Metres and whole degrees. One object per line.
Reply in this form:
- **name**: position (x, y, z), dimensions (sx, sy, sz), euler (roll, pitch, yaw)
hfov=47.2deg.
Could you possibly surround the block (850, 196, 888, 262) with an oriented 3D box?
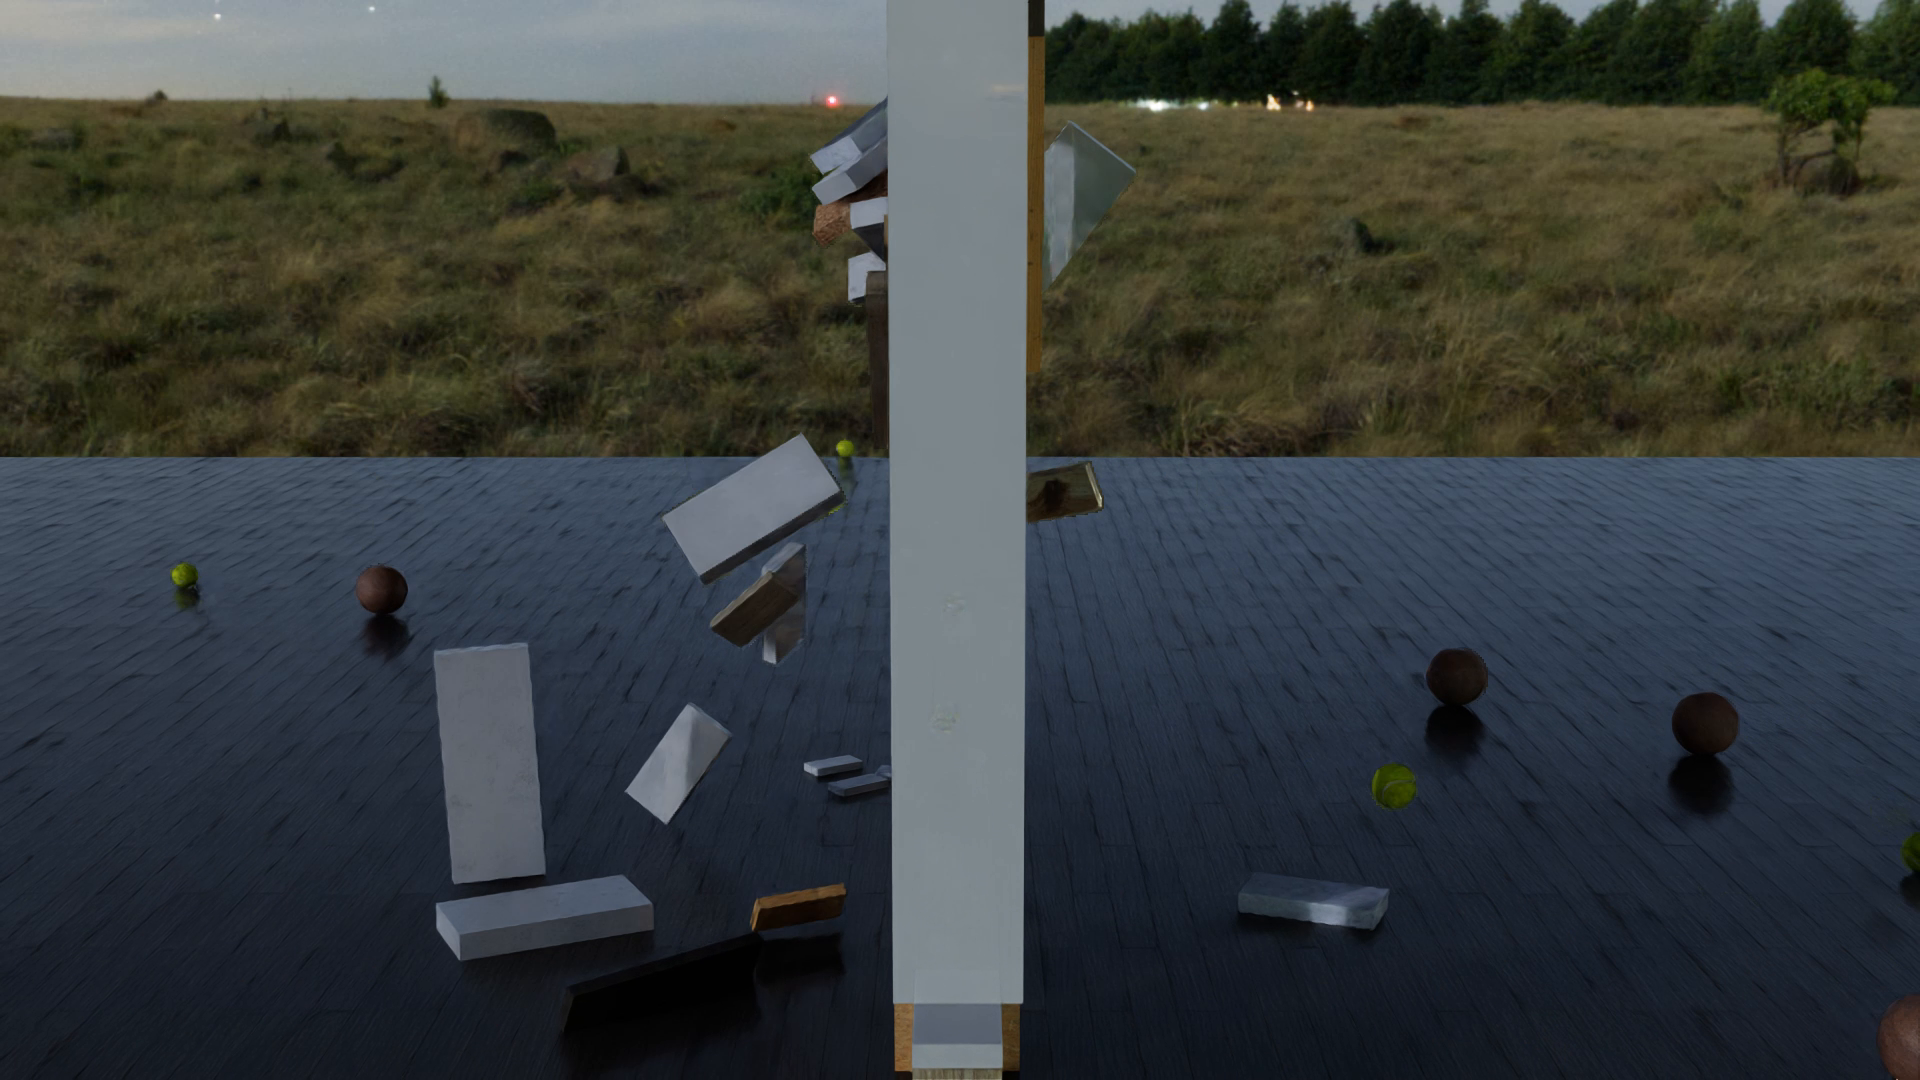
- **block**: position (0.000, -0.510, 3.474), dimensions (0.310, 0.044, 0.155), euler (-9, -19, 19)

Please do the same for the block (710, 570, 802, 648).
- **block**: position (-0.359, 0.122, 3.860), dimensions (0.075, 0.150, 0.021), euler (37, 23, -36)

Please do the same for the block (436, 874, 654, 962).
- **block**: position (-0.661, 0.599, 3.500), dimensions (0.310, 0.044, 0.155), euler (-5, 12, -26)

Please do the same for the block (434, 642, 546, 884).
- **block**: position (-0.794, 0.377, 3.719), dimensions (0.155, 0.393, 0.044), euler (-5, 7, -13)

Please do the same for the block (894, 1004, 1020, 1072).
- **block**: position (-0.004, 0.548, 2.969), dimensions (0.169, 0.337, 0.048), euler (0, 11, 0)

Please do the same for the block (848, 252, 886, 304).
- **block**: position (-0.119, -0.444, 3.622), dimensions (0.150, 0.075, 0.021), euler (-13, -21, 35)

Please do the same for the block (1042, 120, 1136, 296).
- **block**: position (0.134, -0.476, 3.203), dimensions (0.121, 0.242, 0.034), euler (36, 16, -6)

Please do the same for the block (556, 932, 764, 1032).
- **block**: position (-0.432, 0.640, 3.198), dimensions (0.328, 0.072, 0.020), euler (-9, 41, -41)

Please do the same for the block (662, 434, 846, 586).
- **block**: position (-0.306, -0.046, 3.263), dimensions (0.242, 0.121, 0.034), euler (-31, -29, -6)

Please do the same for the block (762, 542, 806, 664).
- **block**: position (-0.316, 0.113, 3.950), dimensions (0.028, 0.199, 0.099), euler (17, 34, 22)

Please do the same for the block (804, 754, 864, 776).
- **block**: position (-0.252, 0.450, 4.384), dimensions (0.105, 0.015, 0.053), euler (-7, 13, -33)

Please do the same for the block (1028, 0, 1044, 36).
- **block**: position (0.007, -0.622, 2.629), dimensions (0.168, 0.048, 0.336), euler (0, 11, -1)

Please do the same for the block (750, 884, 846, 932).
- **block**: position (-0.255, 0.581, 3.473), dimensions (0.143, 0.072, 0.020), euler (-7, 53, -21)

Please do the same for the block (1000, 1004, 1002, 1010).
- **block**: position (-0.001, 0.296, 2.670), dimensions (0.108, 0.942, 0.031), euler (0, 12, 0)

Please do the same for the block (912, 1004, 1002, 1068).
- **block**: position (-0.003, 0.566, 2.589), dimensions (0.103, 0.029, 0.205), euler (0, 10, 0)

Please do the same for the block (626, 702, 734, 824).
- **block**: position (-0.514, 0.409, 4.026), dimensions (0.099, 0.203, 0.028), euler (37, 6, 10)

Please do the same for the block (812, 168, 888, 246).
- **block**: position (-0.147, -0.557, 3.548), dimensions (0.199, 0.028, 0.099), euler (-30, 29, 20)

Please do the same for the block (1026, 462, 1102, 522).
- **block**: position (0.139, -0.071, 3.368), dimensions (0.143, 0.072, 0.020), euler (-10, 26, 24)

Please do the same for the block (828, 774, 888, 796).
- **block**: position (-0.197, 0.474, 4.254), dimensions (0.105, 0.015, 0.053), euler (-8, 13, -37)

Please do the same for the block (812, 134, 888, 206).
- **block**: position (-0.113, -0.634, 3.544), dimensions (0.253, 0.036, 0.126), euler (-42, 16, -24)

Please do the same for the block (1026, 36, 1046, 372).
- **block**: position (0.012, -0.389, 2.558), dimensions (0.168, 0.383, 0.048), euler (0, 11, -1)

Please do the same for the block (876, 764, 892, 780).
- **block**: position (-0.109, 0.460, 4.328), dimensions (0.105, 0.015, 0.053), euler (2, 11, 11)

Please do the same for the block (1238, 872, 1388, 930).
- **block**: position (0.577, 0.588, 3.591), dimensions (0.223, 0.032, 0.112), euler (4, 11, 22)

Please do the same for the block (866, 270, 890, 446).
- **block**: position (-0.054, -0.285, 3.529), dimensions (0.176, 0.353, 0.050), euler (1, 51, 2)

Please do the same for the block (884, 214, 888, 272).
- **block**: position (-0.027, -0.417, 3.496), dimensions (0.176, 0.050, 0.353), euler (0, -17, 0)

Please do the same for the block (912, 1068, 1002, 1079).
- **block**: position (-0.003, 0.693, 2.550), dimensions (0.103, 0.205, 0.029), euler (0, 8, 0)

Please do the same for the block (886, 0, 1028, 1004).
- **block**: position (-0.003, -0.180, 2.484), dimensions (0.154, 1.477, 0.044), euler (0, 11, 0)

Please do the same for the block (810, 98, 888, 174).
- **block**: position (-0.122, -0.698, 3.624), dimensions (0.253, 0.036, 0.126), euler (-43, 17, -30)
